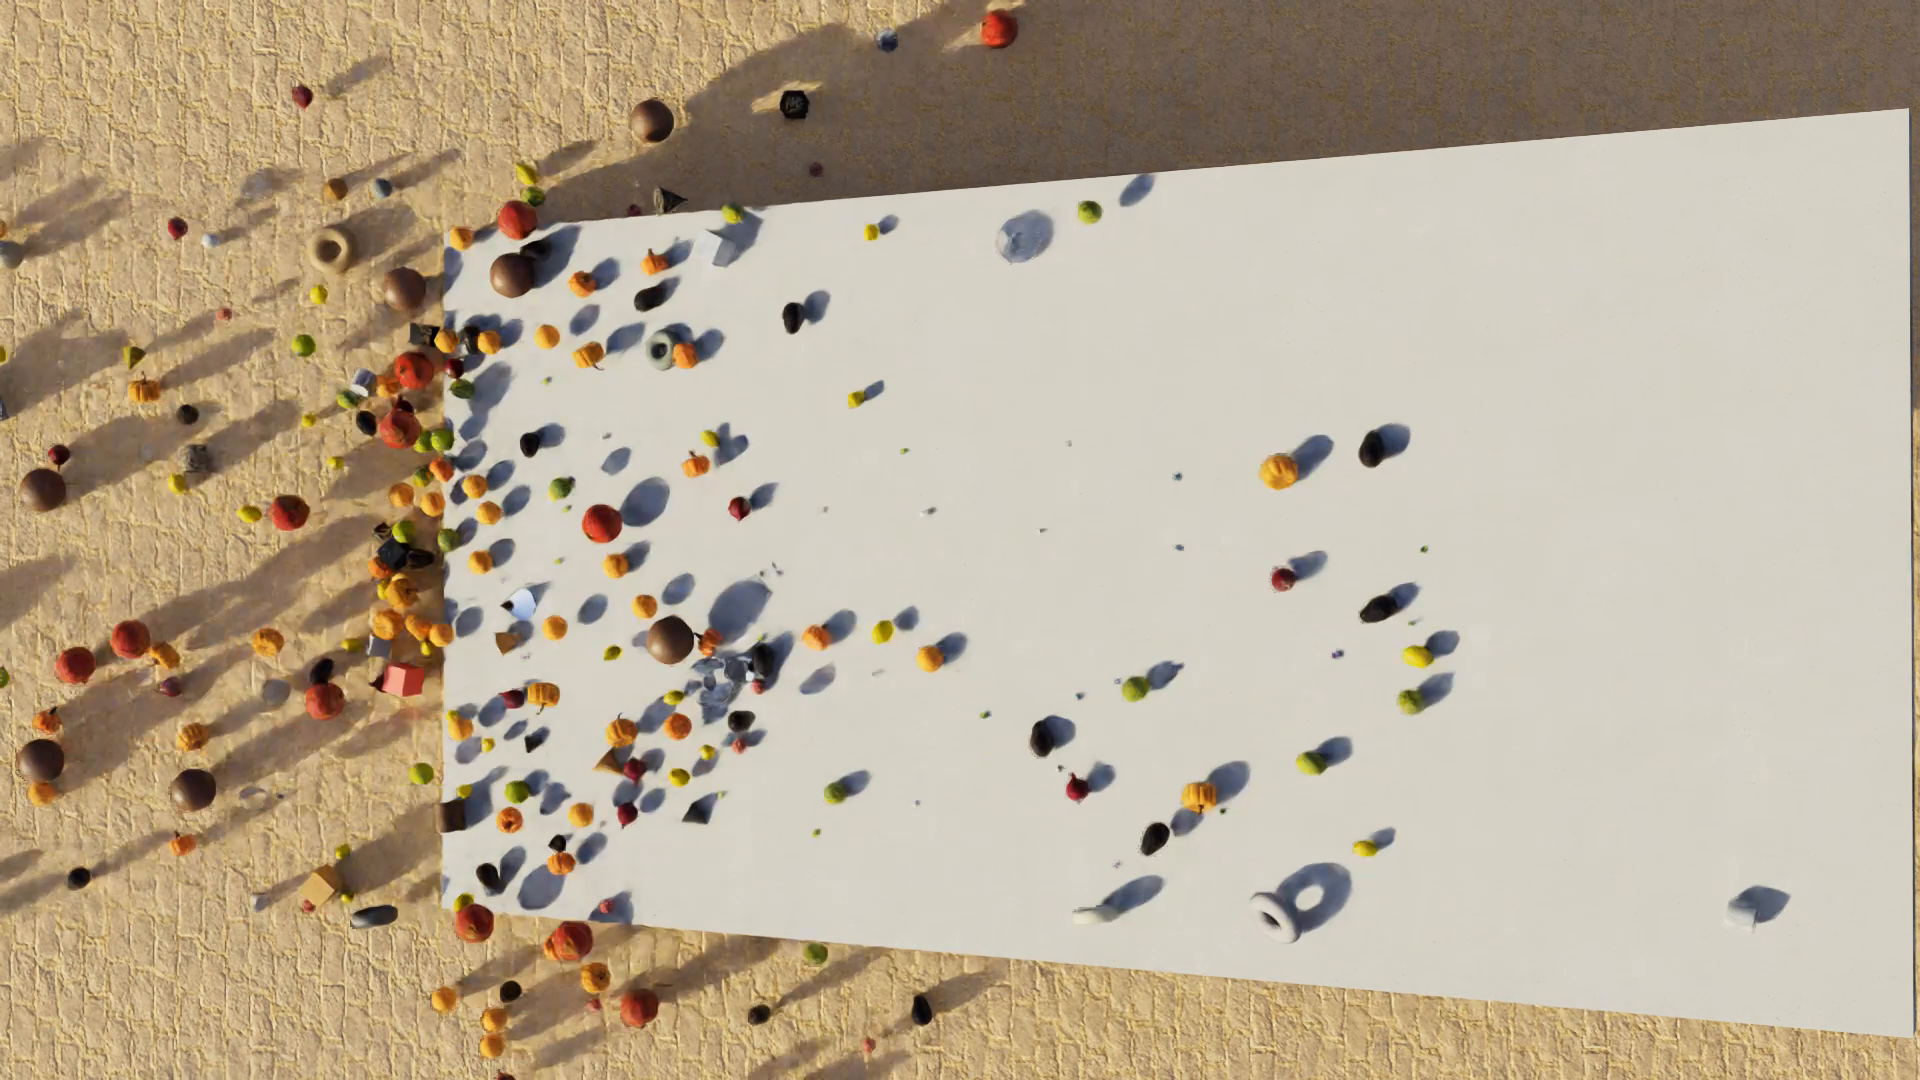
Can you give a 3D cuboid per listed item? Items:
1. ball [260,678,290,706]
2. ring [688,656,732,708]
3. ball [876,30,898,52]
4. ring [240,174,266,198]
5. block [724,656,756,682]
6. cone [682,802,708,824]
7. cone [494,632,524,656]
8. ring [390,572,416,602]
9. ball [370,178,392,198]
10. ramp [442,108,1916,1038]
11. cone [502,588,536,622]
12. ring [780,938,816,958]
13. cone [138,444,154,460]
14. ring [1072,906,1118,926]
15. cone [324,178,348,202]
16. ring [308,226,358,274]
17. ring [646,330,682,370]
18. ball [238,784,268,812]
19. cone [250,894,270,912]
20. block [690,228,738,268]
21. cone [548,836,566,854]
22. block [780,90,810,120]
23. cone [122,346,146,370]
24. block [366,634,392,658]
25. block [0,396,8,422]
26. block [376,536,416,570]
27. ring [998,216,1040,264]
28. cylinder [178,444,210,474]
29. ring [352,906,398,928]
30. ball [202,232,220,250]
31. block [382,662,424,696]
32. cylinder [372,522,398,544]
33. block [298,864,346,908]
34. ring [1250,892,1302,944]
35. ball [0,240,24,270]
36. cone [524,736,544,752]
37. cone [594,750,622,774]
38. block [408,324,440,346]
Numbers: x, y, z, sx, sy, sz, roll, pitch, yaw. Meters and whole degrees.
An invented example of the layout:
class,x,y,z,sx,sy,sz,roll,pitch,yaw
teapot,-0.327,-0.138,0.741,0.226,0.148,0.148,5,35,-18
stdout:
class,x,y,z,sx,sy,sz,roll,pitch,yaw
ball,-2.042,0.452,6.562,0.086,0.086,0.086,0,89,0
ring,-0.690,0.392,6.069,0.143,0.048,0.143,0,91,26
ball,-0.217,-1.498,6.593,0.067,0.067,0.067,0,89,0
ring,-2.126,-1.064,6.609,0.076,0.025,0.076,0,90,-1
block,-0.603,0.353,6.019,0.058,0.058,0.058,16,96,26
cone,-0.727,0.771,6.091,0.067,0.067,0.067,30,89,-2
cone,-1.300,0.290,6.382,0.076,0.076,0.076,-18,89,-2
ring,-1.665,0.140,6.576,0.092,0.031,0.092,4,100,24
ball,-1.734,-1.054,6.591,0.062,0.062,0.062,0,89,0
ramp,0.280,0.080,5.670,4.000,0.100,2.000,0,89,27
cone,-1.295,0.188,6.346,0.097,0.097,0.097,0,89,27
ring,-0.484,1.192,6.570,0.108,0.036,0.108,1,75,-5
cone,-2.447,-0.264,6.588,0.050,0.050,0.050,0,89,0
ring,0.340,0.941,5.505,0.117,0.117,0.039,-7,80,0
cone,-1.879,-1.055,6.587,0.069,0.069,0.069,0,89,0
ring,-1.880,-0.870,6.595,0.149,0.050,0.149,0,90,1
ring,-0.830,-0.533,6.154,0.115,0.038,0.115,-2,86,30
ball,-2.091,0.761,6.503,0.081,0.081,0.081,0,89,0
cone,-2.108,1.074,6.585,0.057,0.057,0.057,31,89,27
block,-0.678,-0.804,6.059,0.077,0.077,0.077,30,102,24
cone,-1.166,0.875,6.298,0.053,0.053,0.053,0,89,27
block,-0.495,-1.300,6.570,0.060,0.060,0.060,3,63,23
cone,-2.474,-0.534,6.571,0.066,0.066,0.066,4,66,0
block,-1.736,0.318,6.566,0.057,0.057,0.057,13,89,-28
block,-2.923,-0.395,6.565,0.098,0.098,0.098,-21,89,0
block,-1.684,0.039,6.565,0.069,0.069,0.069,-43,77,5
ring,0.152,-0.772,5.665,0.123,0.041,0.123,0,89,25
cylinder,-2.289,-0.244,6.573,0.075,0.075,0.075,-12,99,0
ring,-1.732,1.115,6.510,0.137,0.137,0.046,-8,92,0
ball,-2.247,-0.898,6.594,0.051,0.051,0.051,0,89,0
block,-1.654,0.415,6.538,0.080,0.080,0.080,14,97,30
cylinder,-1.720,-0.013,6.578,0.055,0.055,0.055,44,90,10
block,-1.899,1.030,6.550,0.080,0.080,0.080,44,103,1
ring,0.759,0.911,5.299,0.049,0.146,0.146,-39,89,-28
ball,-2.848,-0.851,6.574,0.090,0.090,0.090,0,89,0
cone,-1.224,0.583,6.347,0.053,0.053,0.053,-15,89,-13
cone,-0.983,0.643,6.220,0.075,0.075,0.075,38,90,-6
block,-1.590,-0.608,6.524,0.060,0.060,0.060,8,93,28
